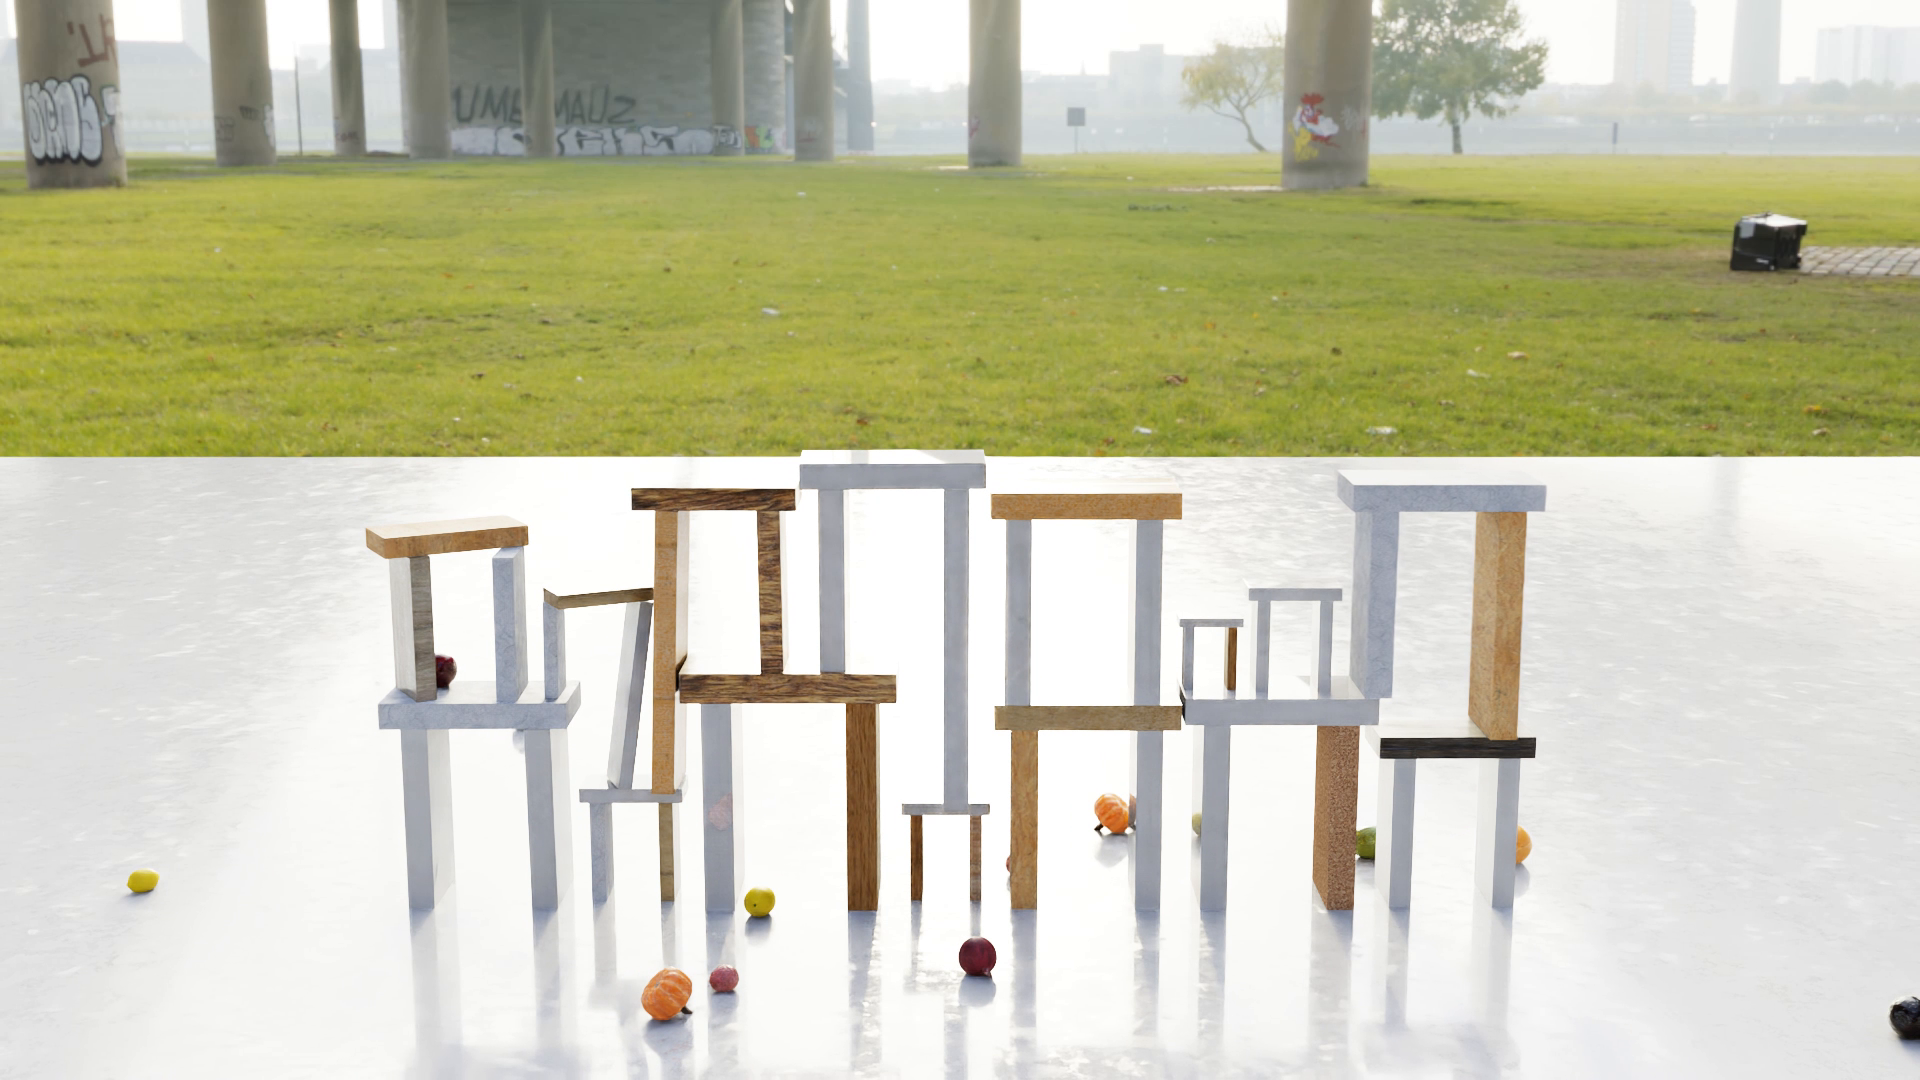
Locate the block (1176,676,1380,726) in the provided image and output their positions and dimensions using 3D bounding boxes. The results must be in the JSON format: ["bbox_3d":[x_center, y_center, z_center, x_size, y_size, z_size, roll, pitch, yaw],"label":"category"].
[{"bbox_3d":[0.518,0.262,3.607,0.311,0.044,0.156,0,11,0],"label":"block"}]

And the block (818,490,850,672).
[{"bbox_3d":[-0.204,0.053,3.572,0.042,0.296,0.148,0,11,0],"label":"block"}]

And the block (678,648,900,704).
[{"bbox_3d":[-0.275,0.222,3.606,0.348,0.049,0.174,0,11,0],"label":"block"}]

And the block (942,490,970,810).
[{"bbox_3d":[-0.006,0.166,3.594,0.042,0.526,0.148,0,10,0],"label":"block"}]

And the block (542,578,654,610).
[{"bbox_3d":[-0.584,0.087,3.553,0.159,0.023,0.080,-5,12,-28],"label":"block"}]

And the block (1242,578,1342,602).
[{"bbox_3d":[0.540,0.081,3.577,0.151,0.021,0.076,0,11,0],"label":"block"}]

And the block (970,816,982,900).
[{"bbox_3d":[0.026,0.517,3.658,0.021,0.147,0.073,0,11,0],"label":"block"}]

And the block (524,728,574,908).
[{"bbox_3d":[-0.681,0.440,3.646,0.043,0.302,0.151,-1,11,0],"label":"block"}]

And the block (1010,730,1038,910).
[{"bbox_3d":[0.106,0.442,3.642,0.043,0.302,0.151,0,11,0],"label":"block"}]

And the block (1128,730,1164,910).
[{"bbox_3d":[0.307,0.442,3.642,0.043,0.302,0.151,0,11,0],"label":"block"}]

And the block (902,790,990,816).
[{"bbox_3d":[-0.023,0.435,3.643,0.147,0.021,0.073,0,11,0],"label":"block"}]

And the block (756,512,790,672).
[{"bbox_3d":[-0.303,0.071,3.570,0.037,0.261,0.131,-1,11,0],"label":"block"}]

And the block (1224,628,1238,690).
[{"bbox_3d":[0.443,0.188,3.599,0.015,0.104,0.052,0,11,0],"label":"block"}]

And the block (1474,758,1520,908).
[{"bbox_3d":[0.889,0.466,3.642,0.036,0.253,0.126,0,11,0],"label":"block"}]

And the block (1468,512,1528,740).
[{"bbox_3d":[0.872,0.125,3.574,0.043,0.371,0.152,0,11,-1],"label":"block"}]

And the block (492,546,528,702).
[{"bbox_3d":[-0.733,0.134,3.584,0.034,0.237,0.118,0,11,-2],"label":"block"}]

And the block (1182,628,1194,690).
[{"bbox_3d":[0.373,0.188,3.599,0.015,0.104,0.052,0,11,0],"label":"block"}]

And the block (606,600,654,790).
[{"bbox_3d":[-0.542,0.247,3.606,0.023,0.311,0.080,4,8,-24],"label":"block"}]

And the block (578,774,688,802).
[{"bbox_3d":[-0.539,0.411,3.640,0.169,0.024,0.085,0,11,0],"label":"block"}]

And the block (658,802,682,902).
[{"bbox_3d":[-0.483,0.506,3.659,0.024,0.169,0.085,0,11,0],"label":"block"}]

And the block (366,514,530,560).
[{"bbox_3d":[-0.839,-0.006,3.598,0.237,0.034,0.118,-6,12,-29],"label":"block"}]

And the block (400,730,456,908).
[{"bbox_3d":[-0.881,0.441,3.646,0.043,0.302,0.151,0,11,0],"label":"block"}]

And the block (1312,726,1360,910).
[{"bbox_3d":[0.621,0.437,3.639,0.044,0.311,0.156,0,11,0],"label":"block"}]

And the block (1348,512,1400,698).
[{"bbox_3d":[0.673,0.091,3.575,0.043,0.304,0.152,0,11,0],"label":"block"}]

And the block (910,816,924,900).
[{"bbox_3d":[-0.072,0.517,3.658,0.021,0.147,0.073,0,11,0],"label":"block"}]

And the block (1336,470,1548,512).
[{"bbox_3d":[0.773,-0.080,3.543,0.304,0.043,0.152,0,11,0],"label":"block"}]

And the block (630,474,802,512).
[{"bbox_3d":[-0.390,-0.076,3.543,0.261,0.037,0.131,0,11,0],"label":"block"}]

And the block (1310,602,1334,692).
[{"bbox_3d":[0.591,0.166,3.593,0.021,0.151,0.076,0,11,0],"label":"block"}]

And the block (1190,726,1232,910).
[{"bbox_3d":[0.414,0.437,3.639,0.044,0.311,0.156,0,11,0],"label":"block"}]

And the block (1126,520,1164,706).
[{"bbox_3d":[0.300,0.103,3.577,0.043,0.302,0.151,0,11,0],"label":"block"}]

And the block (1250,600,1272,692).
[{"bbox_3d":[0.490,0.166,3.593,0.021,0.151,0.076,0,11,0],"label":"block"}]

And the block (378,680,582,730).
[{"bbox_3d":[-0.786,0.270,3.615,0.302,0.043,0.151,0,11,-1],"label":"block"}]

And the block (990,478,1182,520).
[{"bbox_3d":[0.200,-0.067,3.546,0.302,0.043,0.151,0,11,0],"label":"block"}]

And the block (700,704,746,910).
[{"bbox_3d":[-0.392,0.418,3.642,0.049,0.348,0.174,0,11,0],"label":"block"}]

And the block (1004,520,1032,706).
[{"bbox_3d":[0.095,0.103,3.576,0.043,0.302,0.151,0,11,2],"label":"block"}]

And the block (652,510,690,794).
[{"bbox_3d":[-0.472,0.172,3.587,0.037,0.465,0.131,2,11,1],"label":"block"}]

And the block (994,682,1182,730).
[{"bbox_3d":[0.206,0.272,3.610,0.301,0.043,0.151,0,11,0],"label":"block"}]

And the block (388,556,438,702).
[{"bbox_3d":[-0.891,0.135,3.580,0.034,0.237,0.118,-6,12,-30],"label":"block"}]

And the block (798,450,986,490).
[{"bbox_3d":[-0.108,-0.114,3.544,0.296,0.042,0.148,0,10,-2],"label":"block"}]

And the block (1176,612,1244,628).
[{"bbox_3d":[0.408,0.130,3.588,0.104,0.015,0.052,0,11,0],"label":"block"}]

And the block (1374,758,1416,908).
[{"bbox_3d":[0.720,0.466,3.642,0.036,0.253,0.126,0,11,0],"label":"block"}]

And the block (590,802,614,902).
[{"bbox_3d":[-0.595,0.506,3.658,0.024,0.169,0.085,0,11,0],"label":"block"}]

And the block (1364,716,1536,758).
[{"bbox_3d":[0.804,0.325,3.615,0.253,0.036,0.126,0,11,-1],"label":"block"}]

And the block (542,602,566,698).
[{"bbox_3d":[-0.662,0.172,3.591,0.023,0.159,0.080,1,11,-1],"label":"block"}]

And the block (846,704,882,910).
[{"bbox_3d":[-0.159,0.418,3.642,0.049,0.348,0.174,0,11,0],"label":"block"}]
